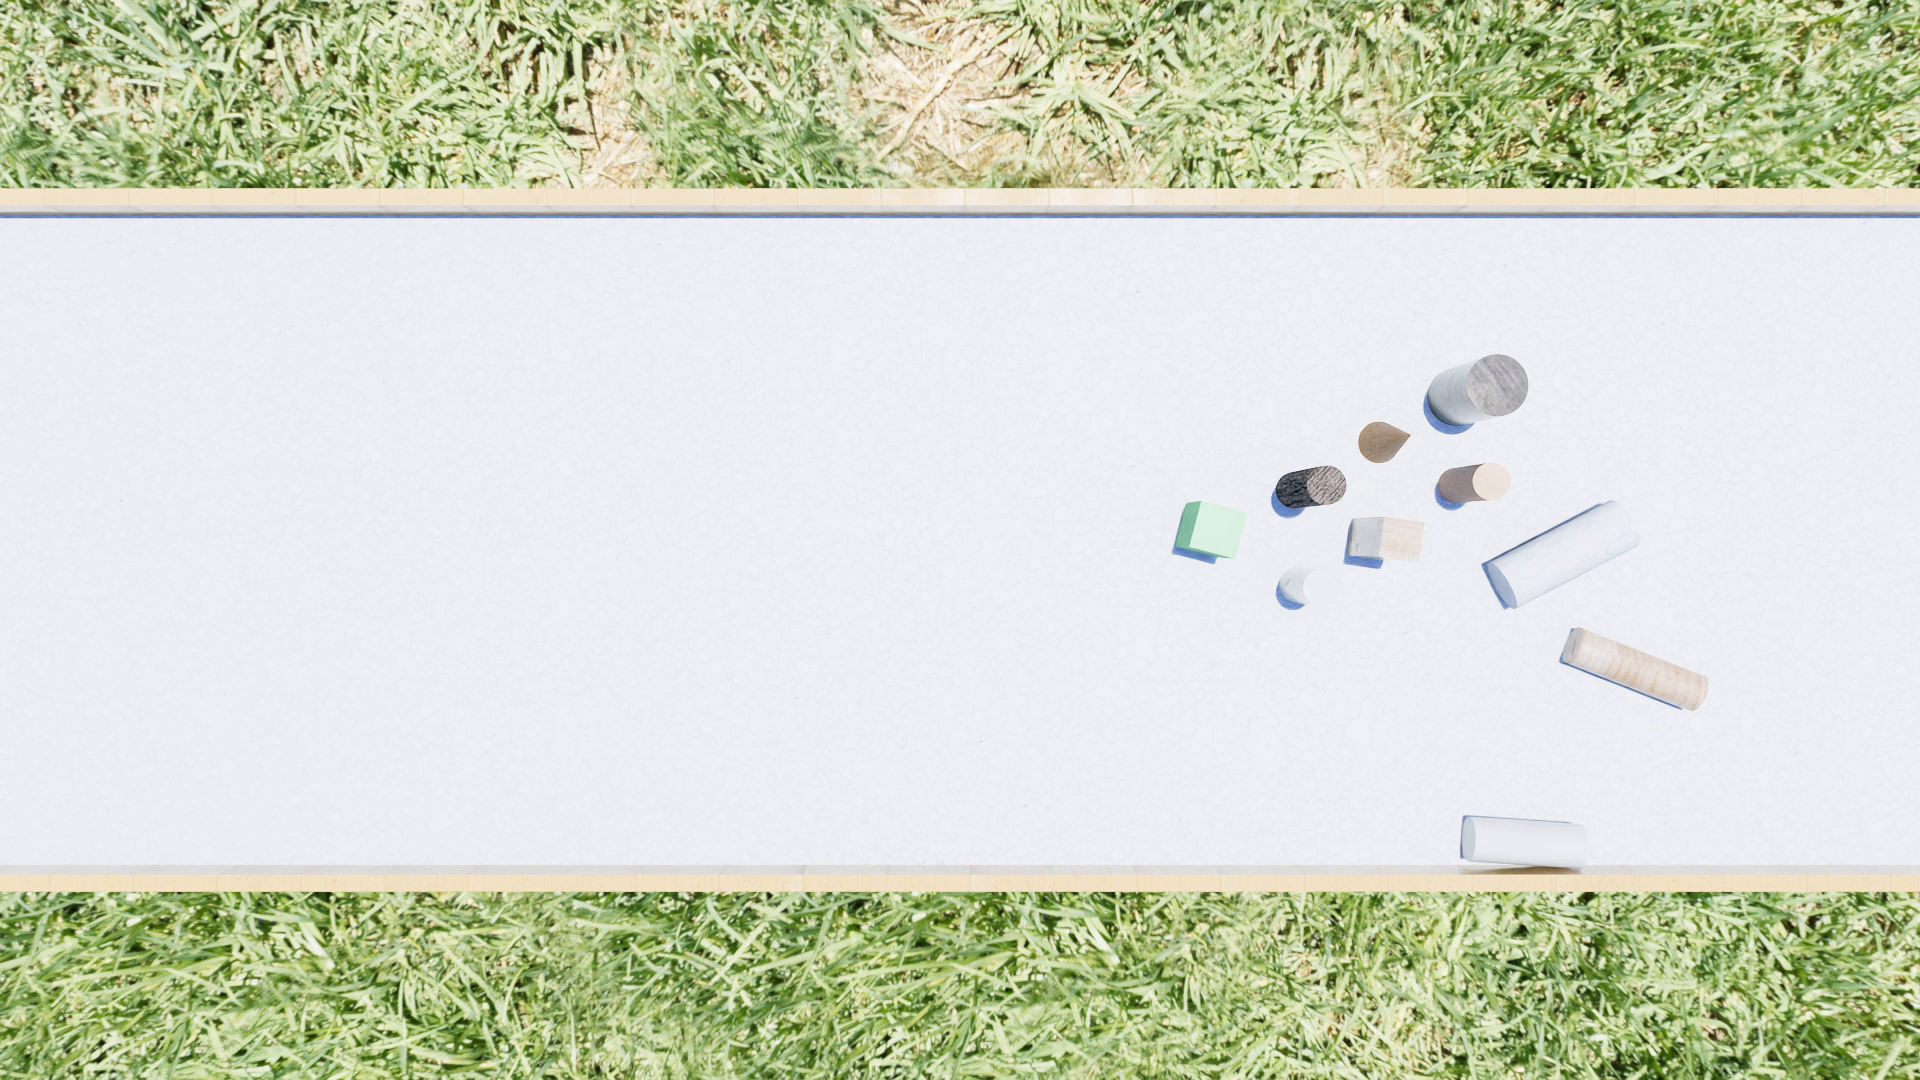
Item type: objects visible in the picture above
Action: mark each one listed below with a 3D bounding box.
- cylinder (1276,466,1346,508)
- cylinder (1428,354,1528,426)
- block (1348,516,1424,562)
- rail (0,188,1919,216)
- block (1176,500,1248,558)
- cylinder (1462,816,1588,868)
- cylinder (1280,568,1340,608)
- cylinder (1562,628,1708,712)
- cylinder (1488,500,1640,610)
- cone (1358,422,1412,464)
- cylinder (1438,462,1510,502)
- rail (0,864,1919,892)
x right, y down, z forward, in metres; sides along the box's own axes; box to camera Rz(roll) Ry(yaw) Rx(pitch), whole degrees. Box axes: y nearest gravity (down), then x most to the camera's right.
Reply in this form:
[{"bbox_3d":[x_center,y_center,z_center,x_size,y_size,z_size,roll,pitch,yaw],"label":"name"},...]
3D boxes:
[{"bbox_3d":[1.028,-0.154,4.848,0.112,0.456,0.112,0,90,0],"label":"cylinder"},{"bbox_3d":[1.527,-0.440,4.882,0.178,0.389,0.178,0,90,0],"label":"cylinder"},{"bbox_3d":[1.257,-0.001,4.885,0.115,0.384,0.115,8,90,0],"label":"block"},{"bbox_3d":[-2.247,-1.025,5.002,12.000,0.150,0.050,0,90,0],"label":"rail"},{"bbox_3d":[0.745,-0.030,4.916,0.138,0.322,0.138,15,90,0],"label":"block"},{"bbox_3d":[1.714,0.919,5.009,0.338,0.135,0.135,4,90,0],"label":"cylinder"},{"bbox_3d":[1.037,0.138,4.901,0.108,0.352,0.108,0,90,0],"label":"cylinder"},{"bbox_3d":[2.054,0.393,5.019,0.409,0.116,0.116,21,90,0],"label":"cylinder"},{"bbox_3d":[1.826,0.044,4.997,0.413,0.160,0.160,-27,90,0],"label":"cylinder"},{"bbox_3d":[1.290,-0.301,4.894,0.129,0.365,0.129,0,90,0],"label":"cone"},{"bbox_3d":[1.525,-0.168,4.904,0.108,0.345,0.108,0,90,0],"label":"cylinder"},{"bbox_3d":[-2.247,1.025,5.001,12.000,0.150,0.050,0,90,0],"label":"rail"}]
